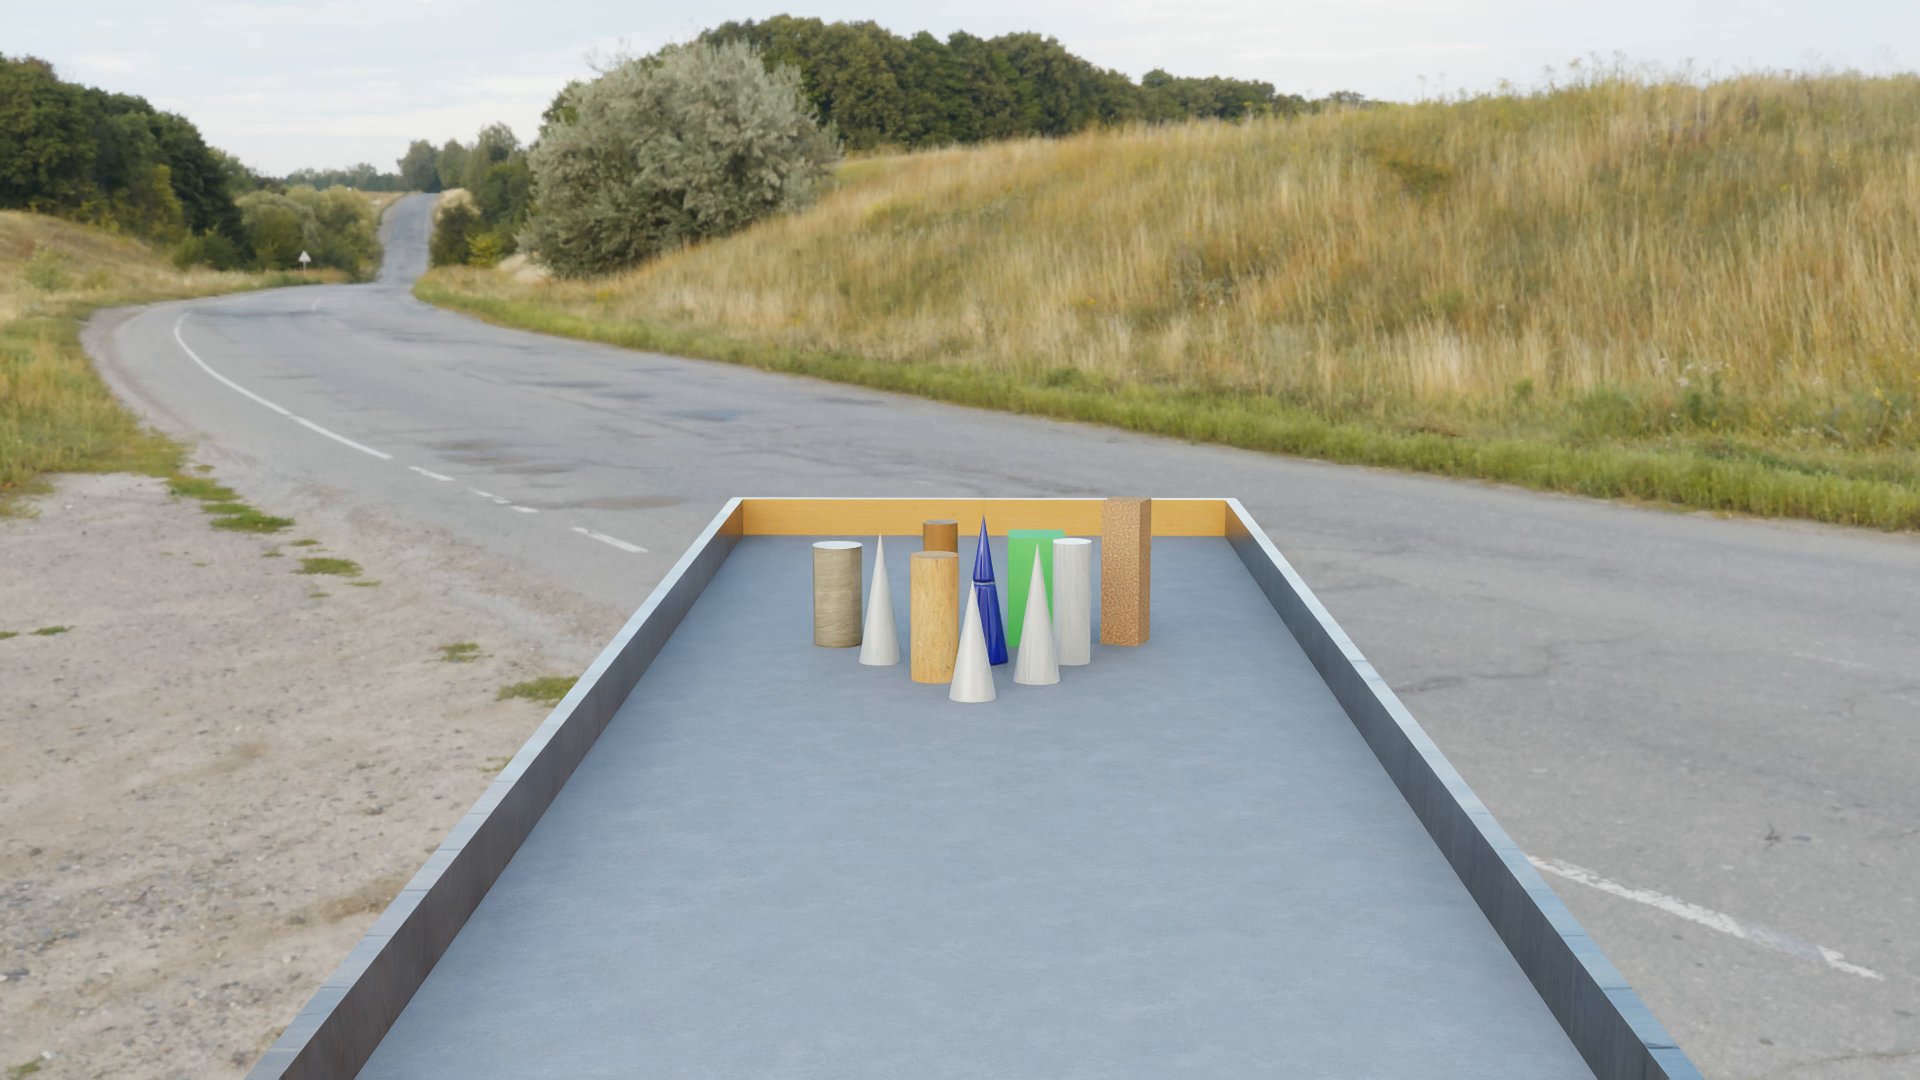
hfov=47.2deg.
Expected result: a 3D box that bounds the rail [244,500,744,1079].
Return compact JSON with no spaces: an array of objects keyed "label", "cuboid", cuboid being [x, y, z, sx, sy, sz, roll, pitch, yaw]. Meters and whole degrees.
[{"label":"rail","cuboid":[-1.004,0.839,3.234,0.050,0.150,12.000,0,9,1]}]

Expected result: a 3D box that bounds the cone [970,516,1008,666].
[{"label":"cone","cuboid":[0.071,0.144,6.652,0.154,0.454,0.154,0,9,0]}]

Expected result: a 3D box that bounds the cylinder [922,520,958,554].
[{"label":"cylinder","cuboid":[-0.062,0.133,6.950,0.109,0.383,0.109,0,9,0]}]

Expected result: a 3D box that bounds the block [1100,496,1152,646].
[{"label":"block","cuboid":[0.524,0.097,6.944,0.124,0.455,0.124,4,10,21]}]

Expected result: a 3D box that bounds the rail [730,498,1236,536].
[{"label":"rail","cuboid":[0.099,-0.098,9.147,2.100,0.150,0.050,0,9,1]}]

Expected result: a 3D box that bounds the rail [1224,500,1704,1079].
[{"label":"rail","cuboid":[1.046,0.843,3.208,0.050,0.150,12.000,0,9,1]}]

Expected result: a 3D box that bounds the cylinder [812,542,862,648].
[{"label":"cylinder","cuboid":[-0.385,0.171,6.927,0.155,0.314,0.155,0,9,0]}]

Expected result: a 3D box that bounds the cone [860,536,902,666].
[{"label":"cone","cuboid":[-0.241,0.171,6.658,0.133,0.398,0.133,0,9,0]}]

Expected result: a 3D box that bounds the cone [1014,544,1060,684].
[{"label":"cone","cuboid":[0.224,0.207,6.400,0.138,0.407,0.138,0,9,0]}]

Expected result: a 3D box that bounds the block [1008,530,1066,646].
[{"label":"block","cuboid":[0.240,0.151,6.956,0.177,0.345,0.177,0,9,1]}]

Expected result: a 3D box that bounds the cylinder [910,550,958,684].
[{"label":"cylinder","cuboid":[-0.074,0.224,6.425,0.142,0.366,0.142,0,9,0]}]

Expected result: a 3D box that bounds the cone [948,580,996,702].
[{"label":"cone","cuboid":[0.036,0.276,6.184,0.134,0.340,0.134,0,9,0]}]

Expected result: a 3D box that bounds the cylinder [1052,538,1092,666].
[{"label":"cylinder","cuboid":[0.338,0.186,6.655,0.117,0.369,0.117,0,9,0]}]
